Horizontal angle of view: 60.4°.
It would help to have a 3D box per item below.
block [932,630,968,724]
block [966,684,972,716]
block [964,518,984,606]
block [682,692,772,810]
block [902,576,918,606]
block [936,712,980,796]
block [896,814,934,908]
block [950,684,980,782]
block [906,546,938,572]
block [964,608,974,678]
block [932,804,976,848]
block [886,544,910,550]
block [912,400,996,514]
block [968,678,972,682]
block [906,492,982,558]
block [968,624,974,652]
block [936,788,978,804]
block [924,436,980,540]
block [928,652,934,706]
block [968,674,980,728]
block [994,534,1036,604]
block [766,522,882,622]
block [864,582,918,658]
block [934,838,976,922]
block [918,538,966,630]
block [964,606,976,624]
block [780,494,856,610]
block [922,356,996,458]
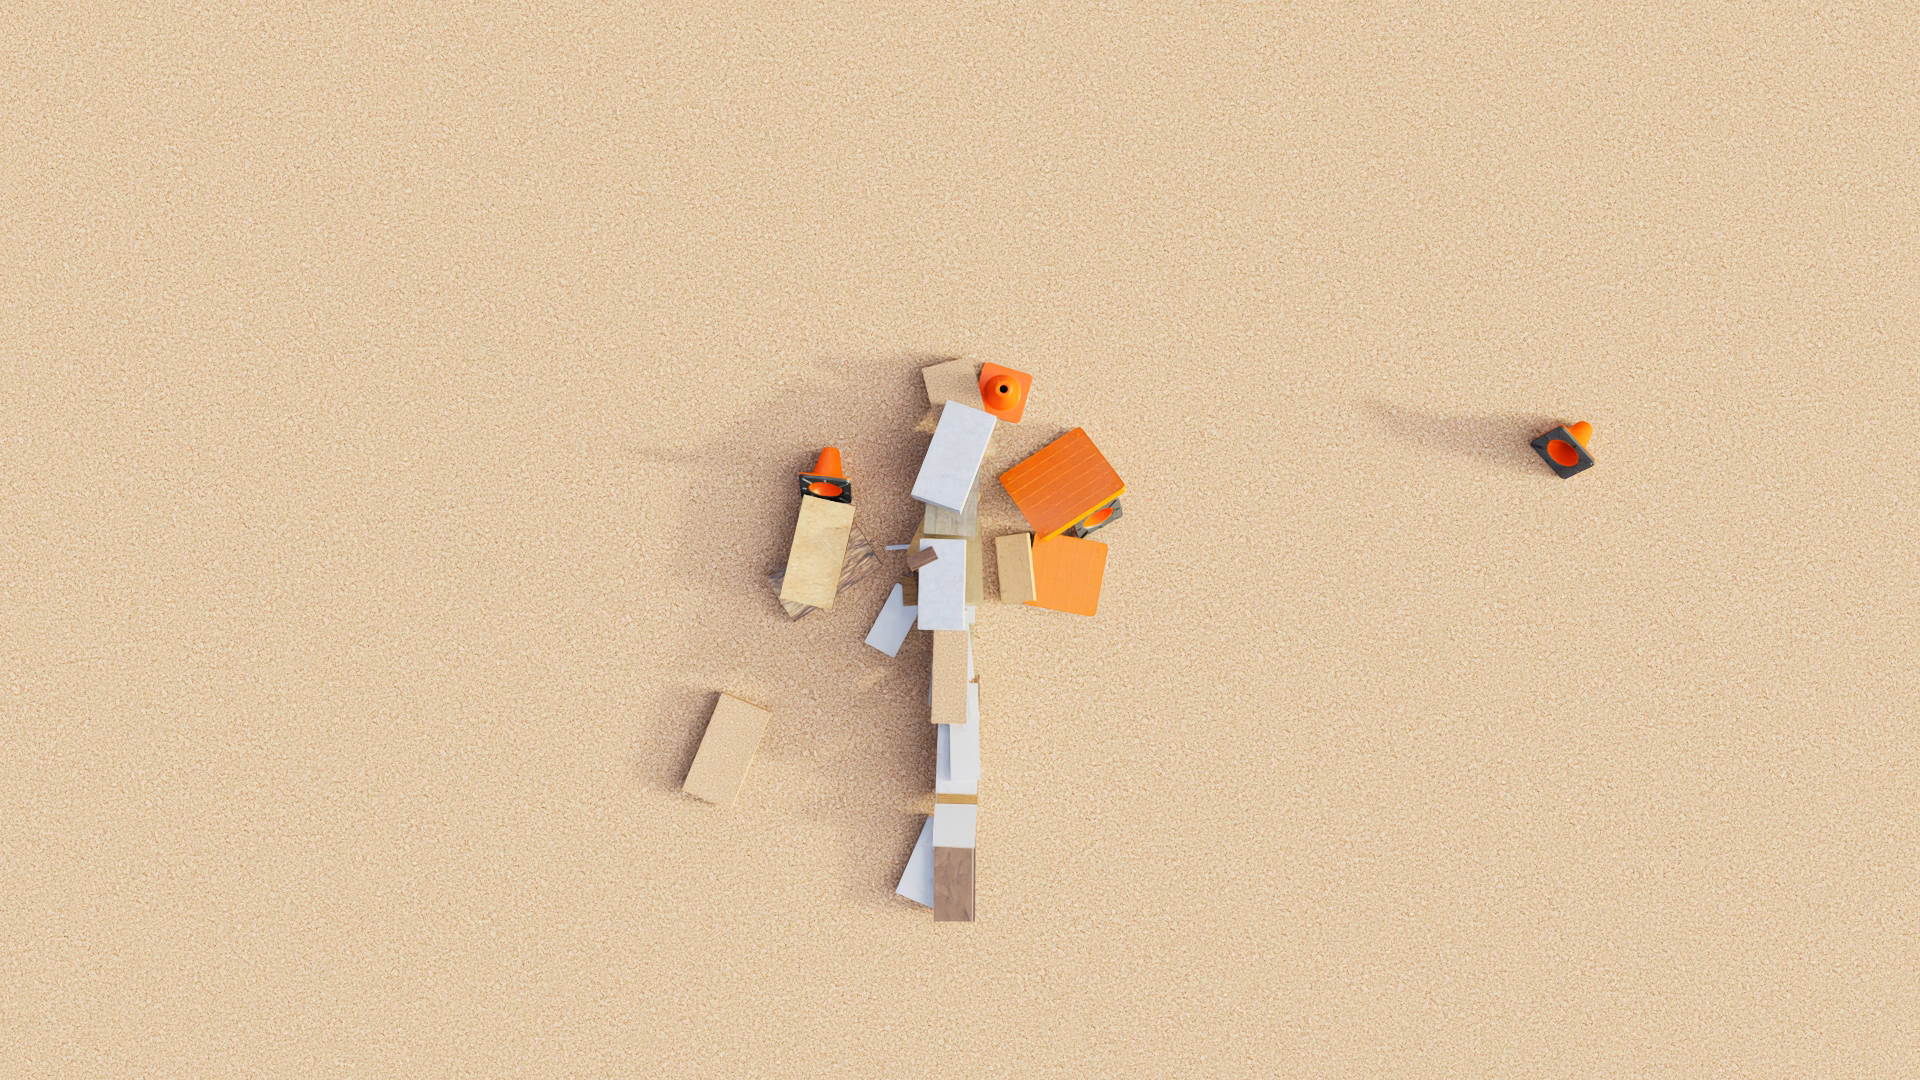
[{"bbox_3d":[-0.031,0.441,5.306,0.112,0.032,0.298,1,83,2],"label":"block"},{"bbox_3d":[-0.018,0.481,5.357,0.095,0.027,0.189,-5,83,1],"label":"block"},{"bbox_3d":[-0.001,0.071,5.435,0.146,0.041,0.293,-1,72,0],"label":"block"},{"bbox_3d":[-0.773,0.699,5.475,0.174,0.049,0.347,22,90,0],"label":"block"},{"bbox_3d":[-0.166,0.170,5.462,0.048,0.014,0.095,-3,90,0],"label":"block"},{"bbox_3d":[-0.008,0.693,5.376,0.133,0.038,0.266,2,75,0],"label":"block"},{"bbox_3d":[-0.096,1.068,5.481,0.137,0.039,0.275,23,90,0],"label":"block"},{"bbox_3d":[0.015,0.624,5.361,0.095,0.027,0.314,-1,75,-1],"label":"block"},{"bbox_3d":[-0.122,0.060,5.323,0.095,0.014,0.048,-26,84,5],"label":"block"},{"bbox_3d":[-0.021,0.343,5.390,0.113,0.032,0.227,-6,99,1],"label":"block"},{"bbox_3d":[-0.014,0.873,5.437,0.137,0.039,0.274,3,71,1],"label":"block"},{"bbox_3d":[-0.197,0.023,5.476,0.095,0.048,0.014,-4,90,0],"label":"block"},{"bbox_3d":[-0.019,-0.270,5.352,0.169,0.048,0.338,19,78,7],"label":"block"},{"bbox_3d":[0.006,0.408,5.443,0.058,0.017,0.117,-3,79,-1],"label":"block"},{"bbox_3d":[-0.052,-0.046,5.430,0.146,0.041,0.293,23,74,7],"label":"block"},{"bbox_3d":[-0.008,0.255,5.454,0.113,0.032,0.227,0,75,0],"label":"block"},{"bbox_3d":[-0.006,0.735,5.441,0.133,0.038,0.266,2,72,0],"label":"block"},{"bbox_3d":[-0.022,-0.169,5.422,0.169,0.048,0.338,3,72,1],"label":"block"},{"bbox_3d":[-0.049,0.444,5.335,0.095,0.027,0.189,6,83,2],"label":"block"},{"bbox_3d":[-0.003,0.579,5.446,0.133,0.038,0.266,1,75,0],"label":"block"},{"bbox_3d":[0.184,0.095,5.458,0.112,0.032,0.223,-7,85,19],"label":"block"},{"bbox_3d":[-0.449,0.107,5.475,0.347,0.049,0.174,-32,90,0],"label":"block"},{"bbox_3d":[-0.214,0.266,5.484,0.112,0.032,0.223,29,90,0],"label":"block"},{"bbox_3d":[-0.018,1.118,5.442,0.137,0.039,0.275,0,90,0],"label":"block"},{"bbox_3d":[-0.058,0.145,5.339,0.146,0.041,0.292,1,87,7],"label":"block"},{"bbox_3d":[-0.005,0.164,5.444,0.113,0.032,0.227,2,72,1],"label":"block"},{"bbox_3d":[-0.466,0.040,5.426,0.174,0.049,0.347,13,90,0],"label":"block"},{"bbox_3d":[-0.004,-0.422,5.437,0.169,0.048,0.337,-14,77,-1],"label":"block"}]
